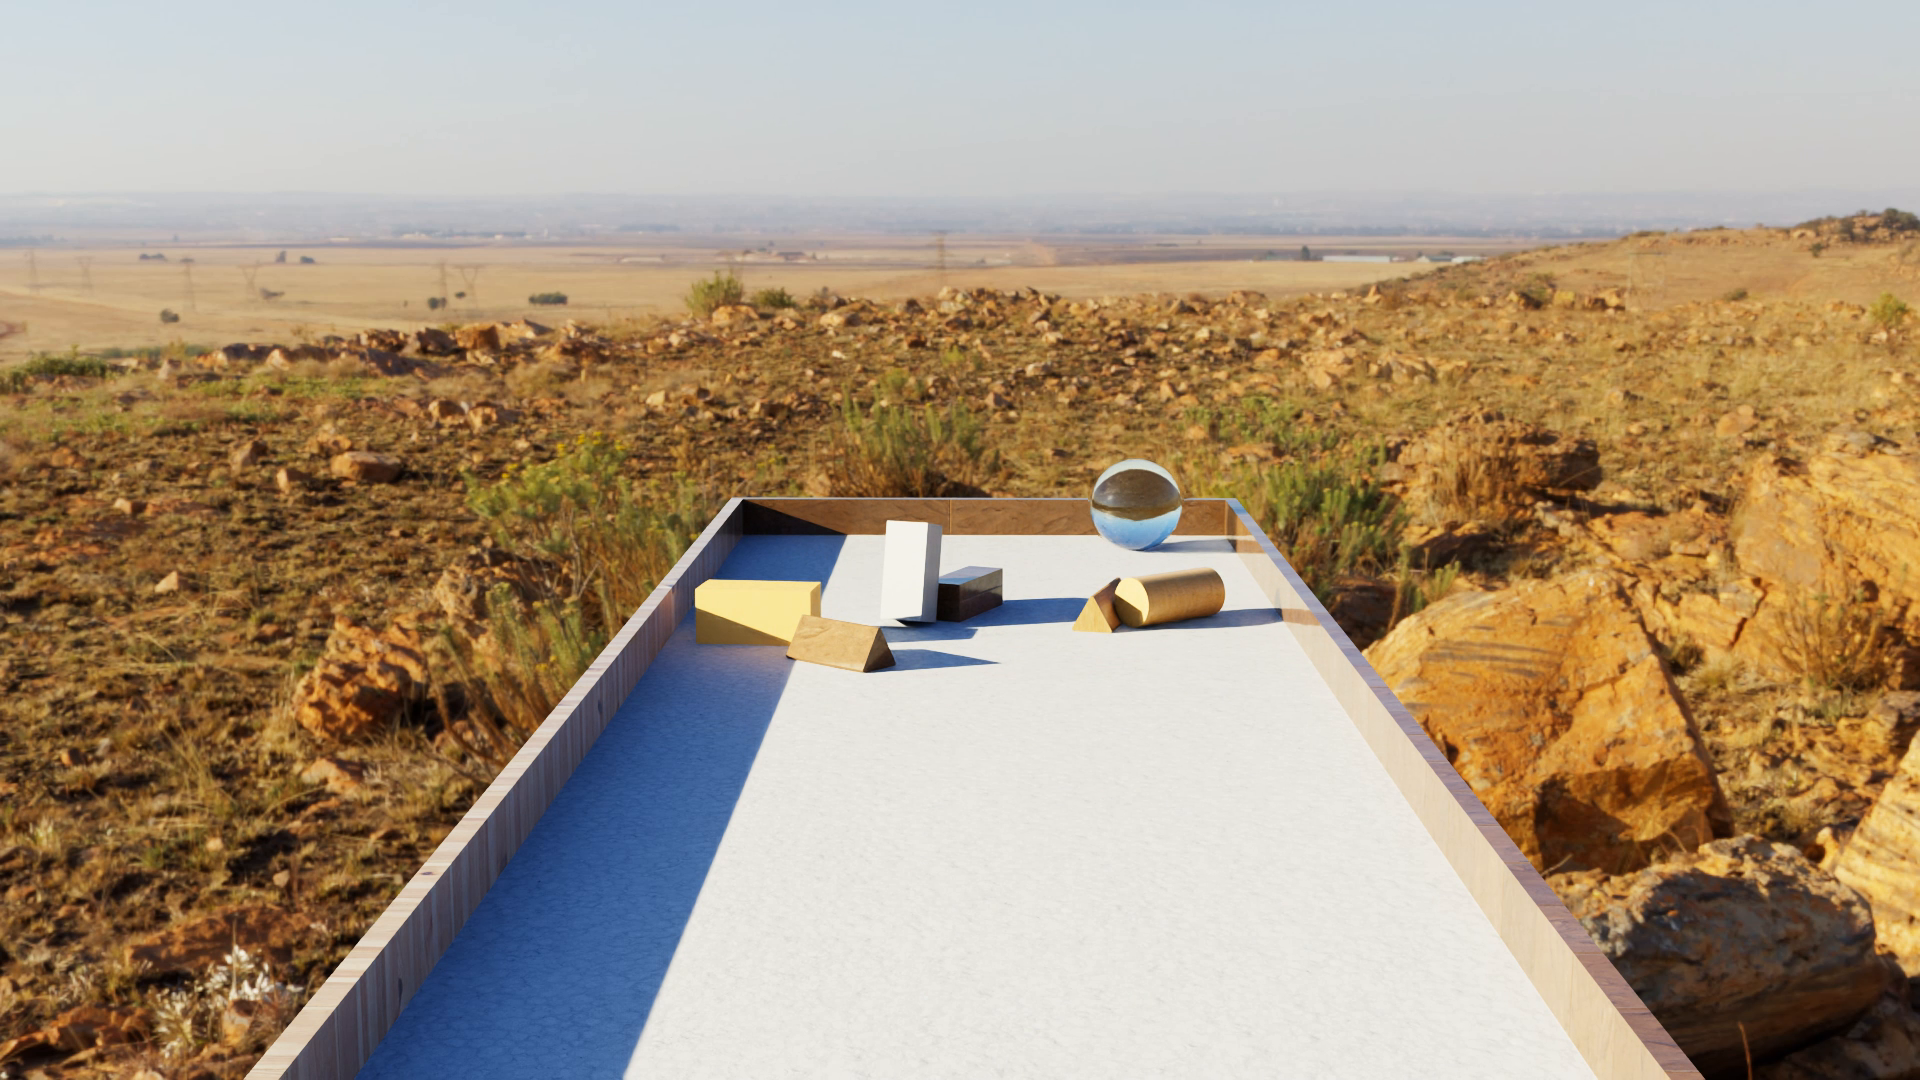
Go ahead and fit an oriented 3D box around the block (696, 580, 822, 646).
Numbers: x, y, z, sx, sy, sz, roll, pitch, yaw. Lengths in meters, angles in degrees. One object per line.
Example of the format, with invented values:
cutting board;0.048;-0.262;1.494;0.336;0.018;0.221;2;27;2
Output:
block;-0.640;0.231;6.995;0.367;0.174;0.174;1;9;7

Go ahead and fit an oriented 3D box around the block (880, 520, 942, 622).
block;-0.160;0.105;7.249;0.143;0.322;0.143;3;-2;20

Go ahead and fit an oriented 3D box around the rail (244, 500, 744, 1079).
rail;-1.004;0.839;3.234;0.050;0.150;12.000;0;9;1

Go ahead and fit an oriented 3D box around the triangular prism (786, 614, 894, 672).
triangular prism;-0.362;0.305;6.663;0.321;0.124;0.143;8;11;40

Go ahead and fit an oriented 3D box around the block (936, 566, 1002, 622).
block;0.015;0.181;7.461;0.127;0.127;0.355;4;10;25

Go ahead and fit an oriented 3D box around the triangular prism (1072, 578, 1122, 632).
triangular prism;0.482;0.210;7.298;0.132;0.114;0.382;3;9;17

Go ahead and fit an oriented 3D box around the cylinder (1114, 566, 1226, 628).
cylinder;0.698;0.189;7.294;0.348;0.164;0.164;-7;11;-37

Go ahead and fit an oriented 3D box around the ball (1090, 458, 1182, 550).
ball;0.698;-0.140;8.730;0.364;0.364;0.364;0;9;0

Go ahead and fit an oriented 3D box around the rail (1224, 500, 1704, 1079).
rail;1.046;0.843;3.208;0.050;0.150;12.000;0;9;1

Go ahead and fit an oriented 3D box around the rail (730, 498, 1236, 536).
rail;0.099;-0.098;9.147;2.100;0.150;0.050;0;9;1
